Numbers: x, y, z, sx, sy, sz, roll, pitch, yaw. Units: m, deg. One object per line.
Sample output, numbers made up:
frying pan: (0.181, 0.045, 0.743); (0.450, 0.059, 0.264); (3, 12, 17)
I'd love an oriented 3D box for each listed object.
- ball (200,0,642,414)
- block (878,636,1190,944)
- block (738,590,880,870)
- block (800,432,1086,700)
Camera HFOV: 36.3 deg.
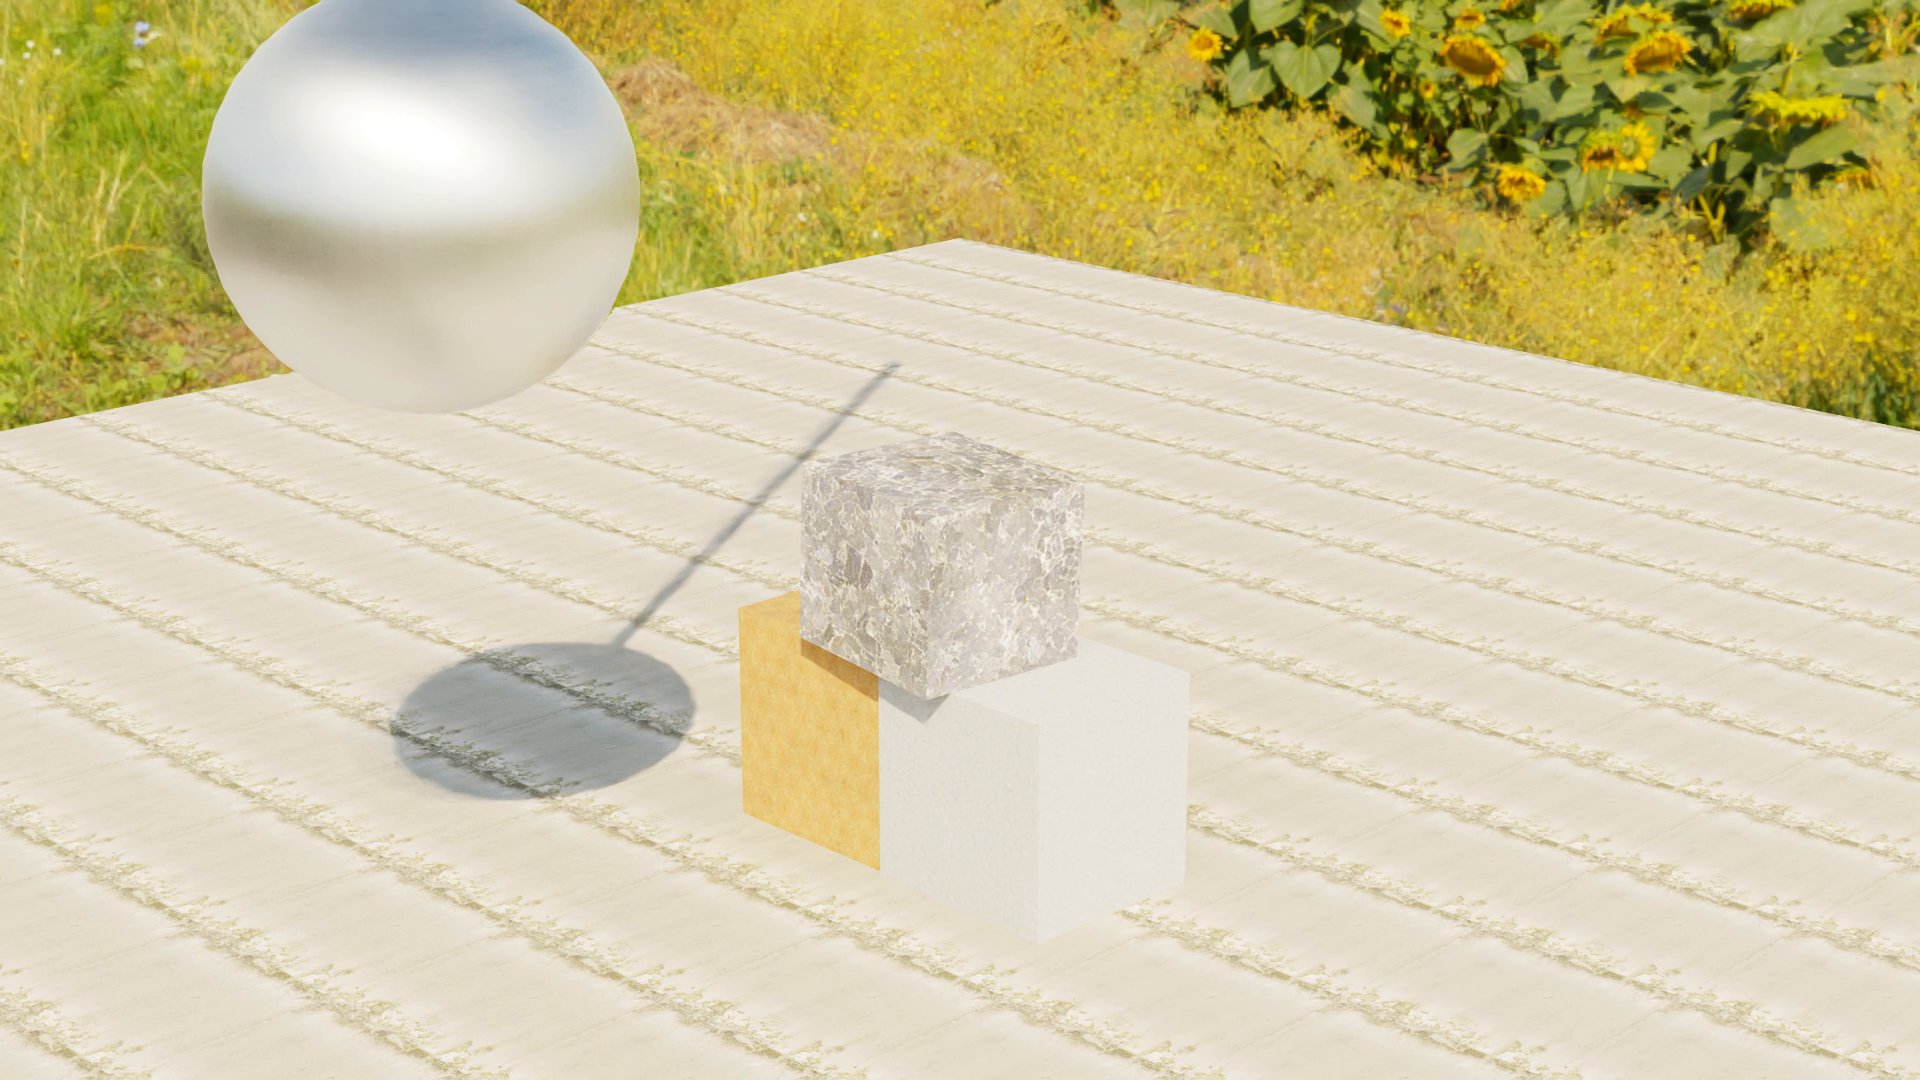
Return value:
ball: (-1.986, -1.266, 10.862); (1.600, 1.600, 1.600); (0, 17, 0)
block: (0.329, 1.066, 13.252); (0.953, 1.020, 1.015); (-16, 24, -41)
block: (-0.372, 0.829, 13.965); (0.913, 1.044, 0.996); (-16, 24, -42)
block: (-0.089, 0.093, 13.186); (0.874, 0.833, 0.925); (-14, 24, -37)
